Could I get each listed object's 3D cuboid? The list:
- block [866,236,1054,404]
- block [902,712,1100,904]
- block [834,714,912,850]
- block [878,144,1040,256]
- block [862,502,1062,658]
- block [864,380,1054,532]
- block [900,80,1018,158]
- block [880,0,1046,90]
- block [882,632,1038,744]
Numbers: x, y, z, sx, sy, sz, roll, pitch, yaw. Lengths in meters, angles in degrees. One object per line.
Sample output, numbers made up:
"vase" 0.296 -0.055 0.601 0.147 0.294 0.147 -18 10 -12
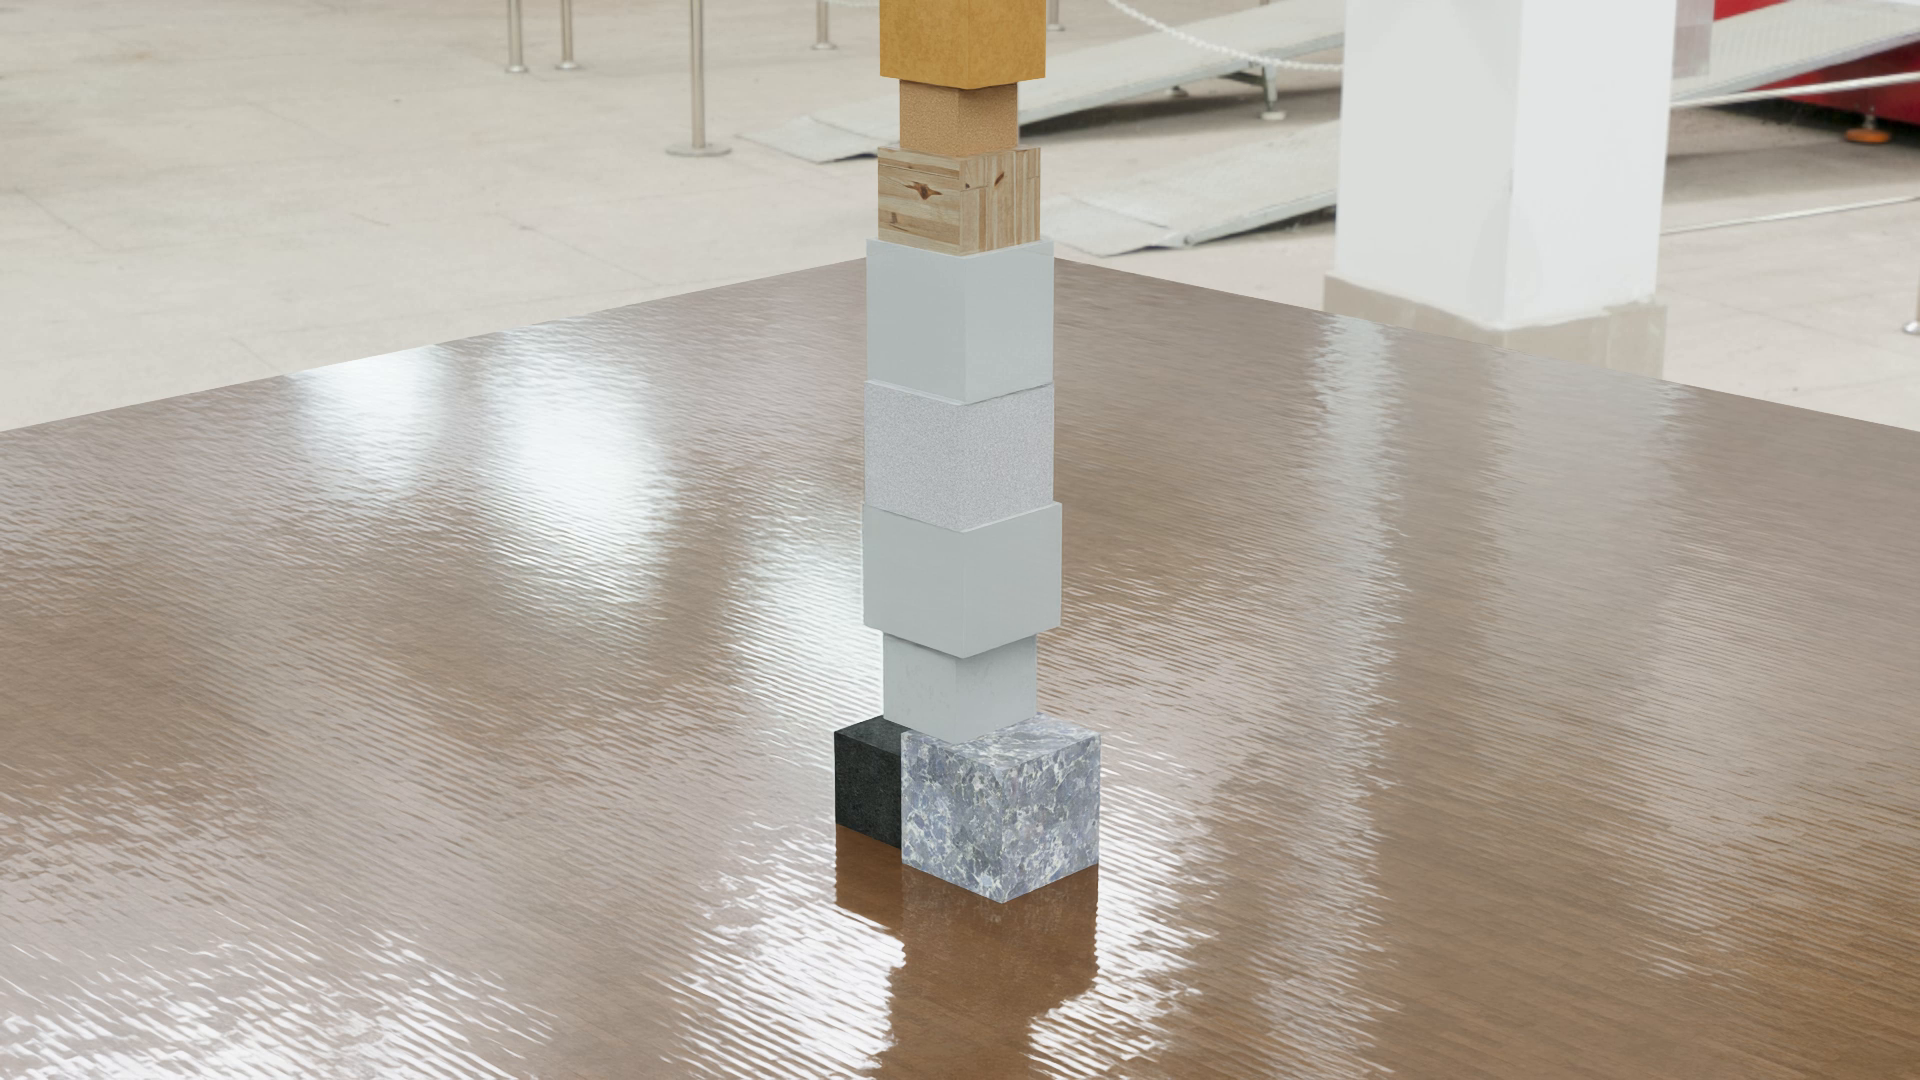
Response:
"block" 0.000 -1.017 13.022 0.553 0.641 0.619 -17 24 -42
"block" 0.187 1.189 13.494 0.646 0.640 0.646 -17 24 -42
"block" -0.226 1.136 13.949 0.498 0.469 0.554 -17 24 -42
"block" -0.004 -1.519 12.860 0.501 0.413 0.506 -17 24 -42
"block" 0.010 0.112 13.387 0.635 0.586 0.648 -17 24 -42
"block" -0.004 -0.437 13.200 0.609 0.573 0.596 -17 24 -42
"block" -0.007 -1.859 12.750 0.364 0.304 0.361 -17 24 -42
"block" 0.011 -2.255 12.645 0.476 0.514 0.539 -17 24 -42
"block" 0.000 0.608 13.533 0.529 0.446 0.476 -17 24 -42
